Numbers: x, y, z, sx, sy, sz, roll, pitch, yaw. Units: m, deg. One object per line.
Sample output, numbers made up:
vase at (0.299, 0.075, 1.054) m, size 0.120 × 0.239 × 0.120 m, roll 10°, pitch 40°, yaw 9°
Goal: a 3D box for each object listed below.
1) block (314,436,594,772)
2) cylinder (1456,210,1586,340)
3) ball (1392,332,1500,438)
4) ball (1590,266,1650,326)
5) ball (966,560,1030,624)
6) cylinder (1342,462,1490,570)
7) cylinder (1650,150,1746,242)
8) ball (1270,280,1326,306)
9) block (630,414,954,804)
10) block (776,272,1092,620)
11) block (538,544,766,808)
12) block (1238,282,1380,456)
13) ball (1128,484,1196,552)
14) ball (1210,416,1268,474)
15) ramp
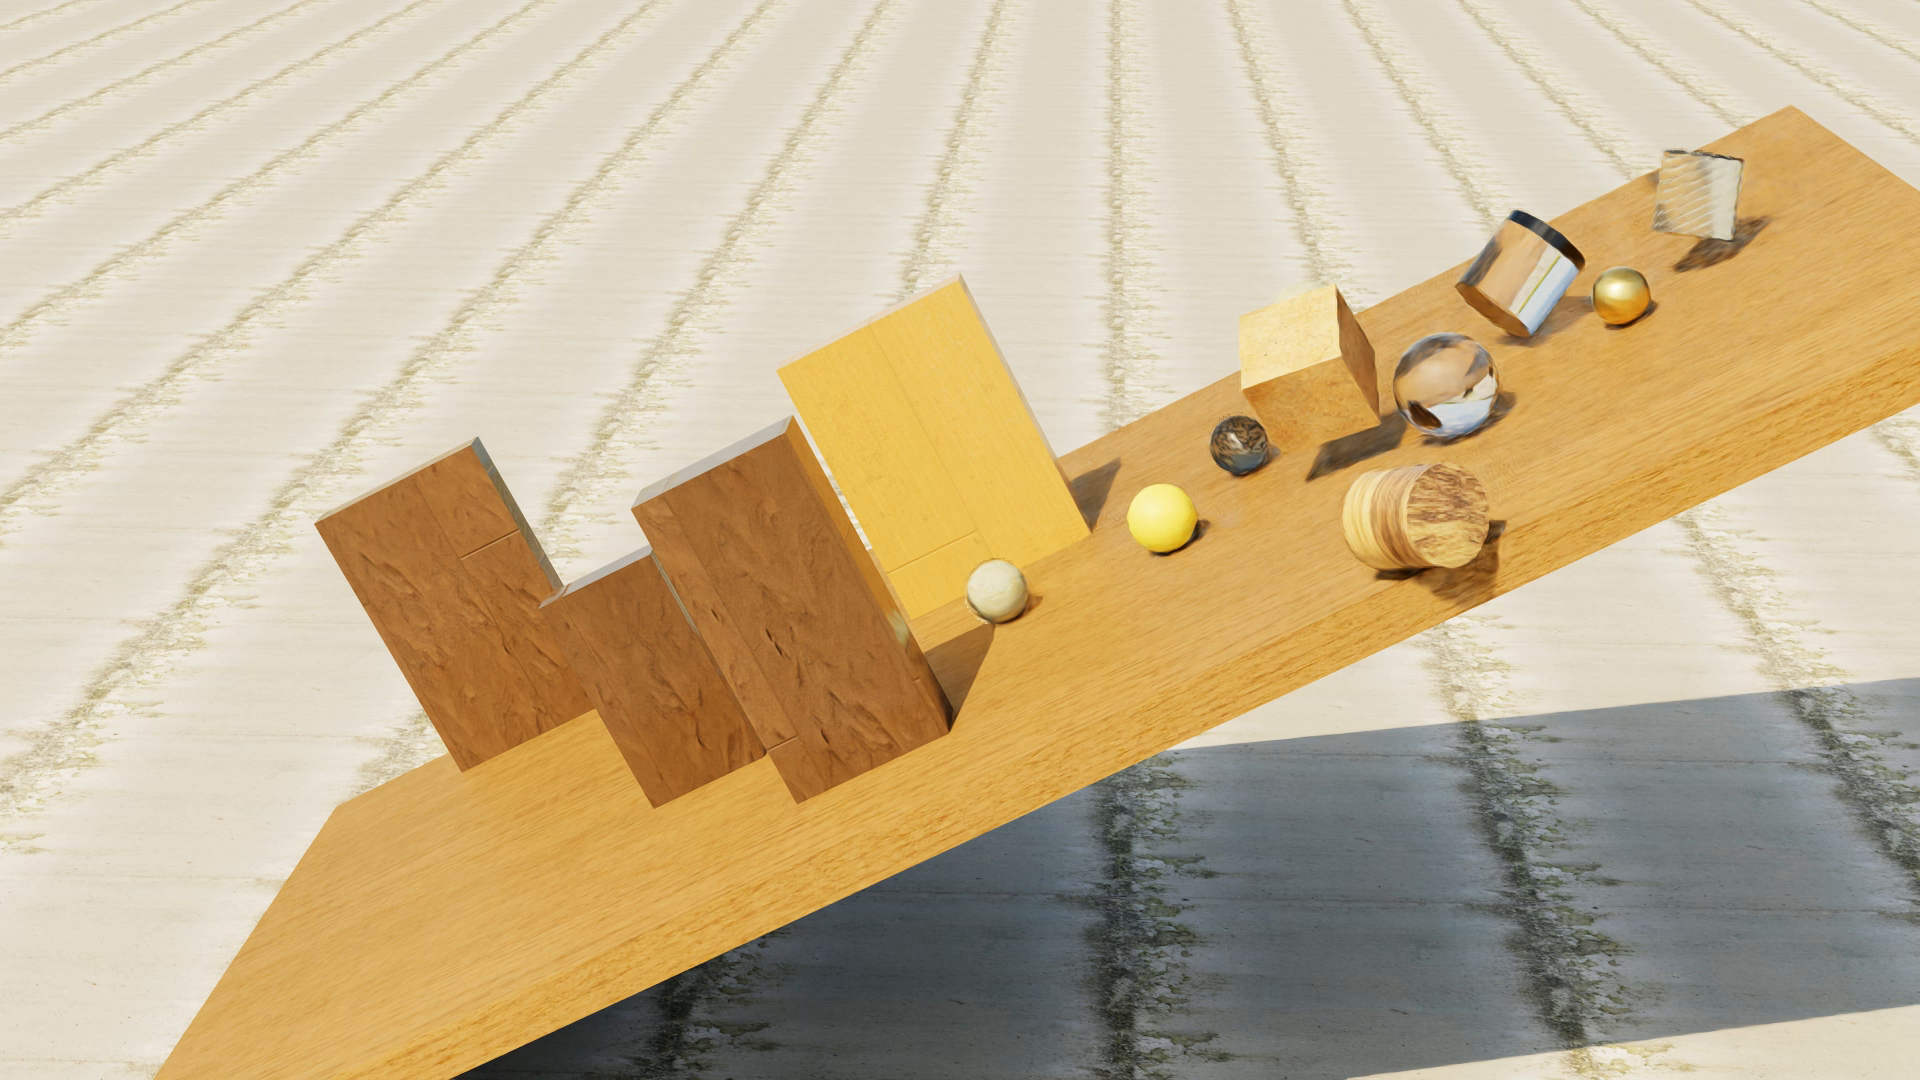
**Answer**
block at (-1.195, 0.162, 7.169) m, size 0.441 × 0.715 × 0.085 m, roll -26°, pitch 14°, yaw 10°
cylinder at (1.160, -0.549, 6.087) m, size 0.190 × 0.190 × 0.190 m, roll 37°, pitch -3°, yaw 2°
ball at (0.952, -0.303, 5.760) m, size 0.207 × 0.207 × 0.207 m, roll 0°, pitch 17°, yaw 0°
ball at (1.326, -0.490, 5.903) m, size 0.117 × 0.117 × 0.117 m, roll 0°, pitch 17°, yaw 0°
ball at (0.079, 0.108, 6.127) m, size 0.131 × 0.131 × 0.131 m, roll 0°, pitch 17°, yaw 0°
cylinder at (0.796, -0.040, 5.141) m, size 0.182 × 0.182 × 0.182 m, roll -10°, pitch 3°, yaw -30°
cylinder at (1.502, -0.700, 5.987) m, size 0.164 × 0.164 × 0.164 m, roll 7°, pitch 5°, yaw -1°
ball at (0.803, -0.502, 6.798) m, size 0.194 × 0.194 × 0.194 m, roll 0°, pitch 17°, yaw 0°
block at (-0.317, 0.137, 5.658) m, size 0.333 × 0.667 × 0.137 m, roll -26°, pitch 14°, yaw 10°
block at (-0.053, -0.201, 6.438) m, size 0.444 × 0.635 × 0.084 m, roll -26°, pitch 14°, yaw 10°
block at (-0.633, 0.282, 6.115) m, size 0.264 × 0.492 × 0.098 m, roll -26°, pitch 14°, yaw 10°
block at (0.699, -0.340, 5.890) m, size 0.210 × 0.210 × 0.210 m, roll -18°, pitch 43°, yaw 21°
ball at (0.413, -0.045, 6.011) m, size 0.141 × 0.141 × 0.141 m, roll 0°, pitch 17°, yaw 0°
ball at (0.594, -0.203, 6.266) m, size 0.126 × 0.126 × 0.126 m, roll 0°, pitch 17°, yaw 0°
ramp at (0.140, 0.168, 6.281) m, size 4.000 × 0.100 × 2.000 m, roll -26°, pitch 14°, yaw 10°
